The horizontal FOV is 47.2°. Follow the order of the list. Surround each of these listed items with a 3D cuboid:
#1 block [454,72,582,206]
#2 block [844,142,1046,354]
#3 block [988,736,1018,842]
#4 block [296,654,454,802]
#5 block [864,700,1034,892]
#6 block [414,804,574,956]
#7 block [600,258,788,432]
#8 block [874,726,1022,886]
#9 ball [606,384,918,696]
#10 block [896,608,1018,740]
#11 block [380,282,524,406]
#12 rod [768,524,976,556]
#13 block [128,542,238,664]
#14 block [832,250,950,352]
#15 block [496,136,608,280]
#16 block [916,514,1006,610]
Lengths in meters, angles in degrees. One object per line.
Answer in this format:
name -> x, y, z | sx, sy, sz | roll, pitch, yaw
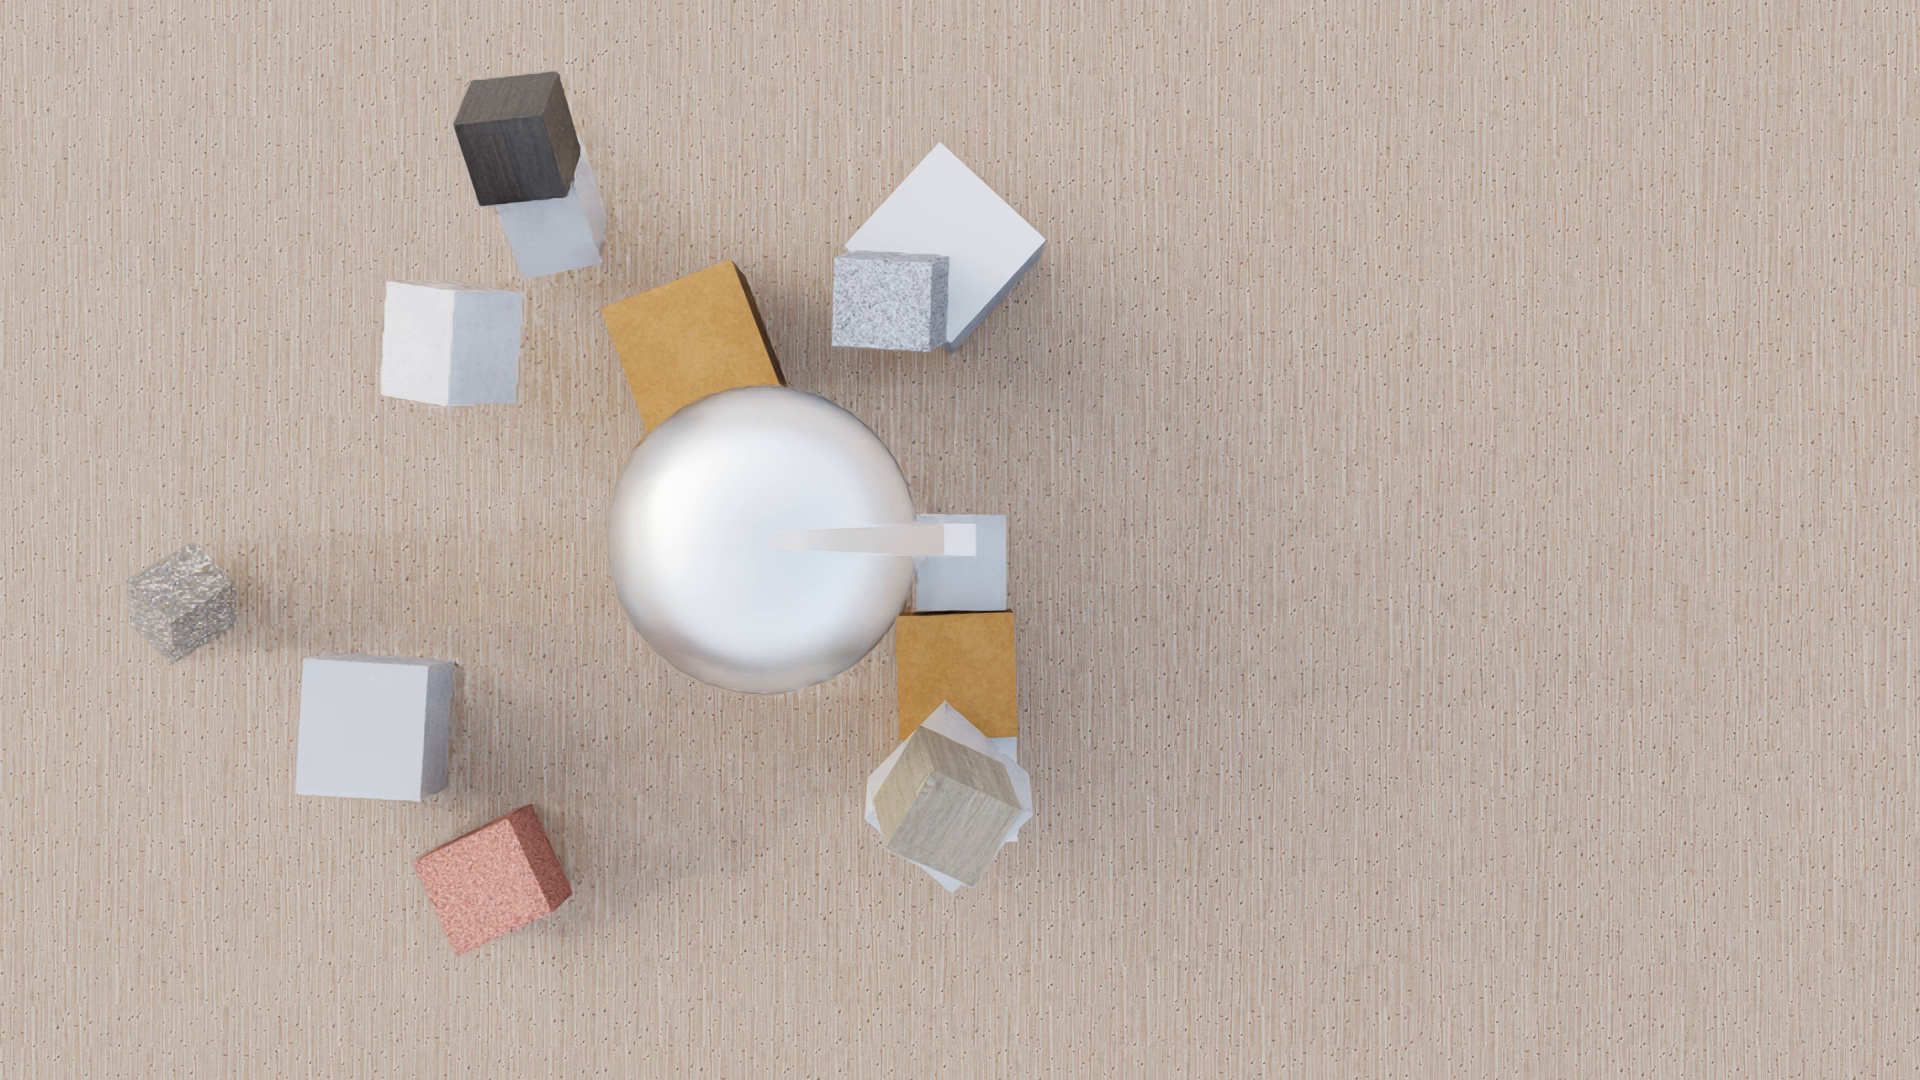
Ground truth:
block -> -2.400, -2.184, 11.969 | 0.489, 0.478, 0.504 | -5, 130, 7
block -> -0.082, -1.649, 12.591 | 0.800, 0.818, 0.778 | 43, 90, 0
block -> 0.015, 1.418, 12.745 | 0.618, 0.509, 0.598 | -1, 90, 0
block -> -3.365, 1.069, 12.684 | 0.701, 0.632, 0.761 | 3, 90, 0
block -> -0.062, 1.409, 12.103 | 0.646, 0.562, 0.636 | 42, 102, -12
block -> -2.675, 1.948, 12.661 | 0.587, 0.677, 0.585 | -25, 90, 0
block -> -1.485, -1.046, 12.581 | 0.773, 0.838, 0.793 | -21, 90, 0
block -> -0.071, 1.384, 11.485 | 0.531, 0.524, 0.493 | 27, 105, -18
ball -> -1.013, 0.000, 11.330 | 1.600, 1.600, 1.600 | 0, 90, 0
block -> -0.019, 0.764, 12.654 | 0.660, 0.692, 0.696 | -2, 90, 0
block -> -2.726, -1.058, 11.805 | 0.478, 0.539, 0.603 | 11, 100, 28
rod -> -0.439, 0.000, 7.979 | 0.080, 5.200, 0.080 | 0, 90, -10
block -> -4.463, 0.365, 12.643 | 0.370, 0.420, 0.440 | 40, 53, 16
block -> -0.372, -1.305, 11.951 | 0.532, 0.477, 0.470 | 5, 103, 10
block -> -2.313, -1.883, 12.461 | 0.460, 0.518, 0.539 | -11, 129, 4
block -> 0.008, 0.128, 12.728 | 0.506, 0.544, 0.540 | 0, 90, 0
